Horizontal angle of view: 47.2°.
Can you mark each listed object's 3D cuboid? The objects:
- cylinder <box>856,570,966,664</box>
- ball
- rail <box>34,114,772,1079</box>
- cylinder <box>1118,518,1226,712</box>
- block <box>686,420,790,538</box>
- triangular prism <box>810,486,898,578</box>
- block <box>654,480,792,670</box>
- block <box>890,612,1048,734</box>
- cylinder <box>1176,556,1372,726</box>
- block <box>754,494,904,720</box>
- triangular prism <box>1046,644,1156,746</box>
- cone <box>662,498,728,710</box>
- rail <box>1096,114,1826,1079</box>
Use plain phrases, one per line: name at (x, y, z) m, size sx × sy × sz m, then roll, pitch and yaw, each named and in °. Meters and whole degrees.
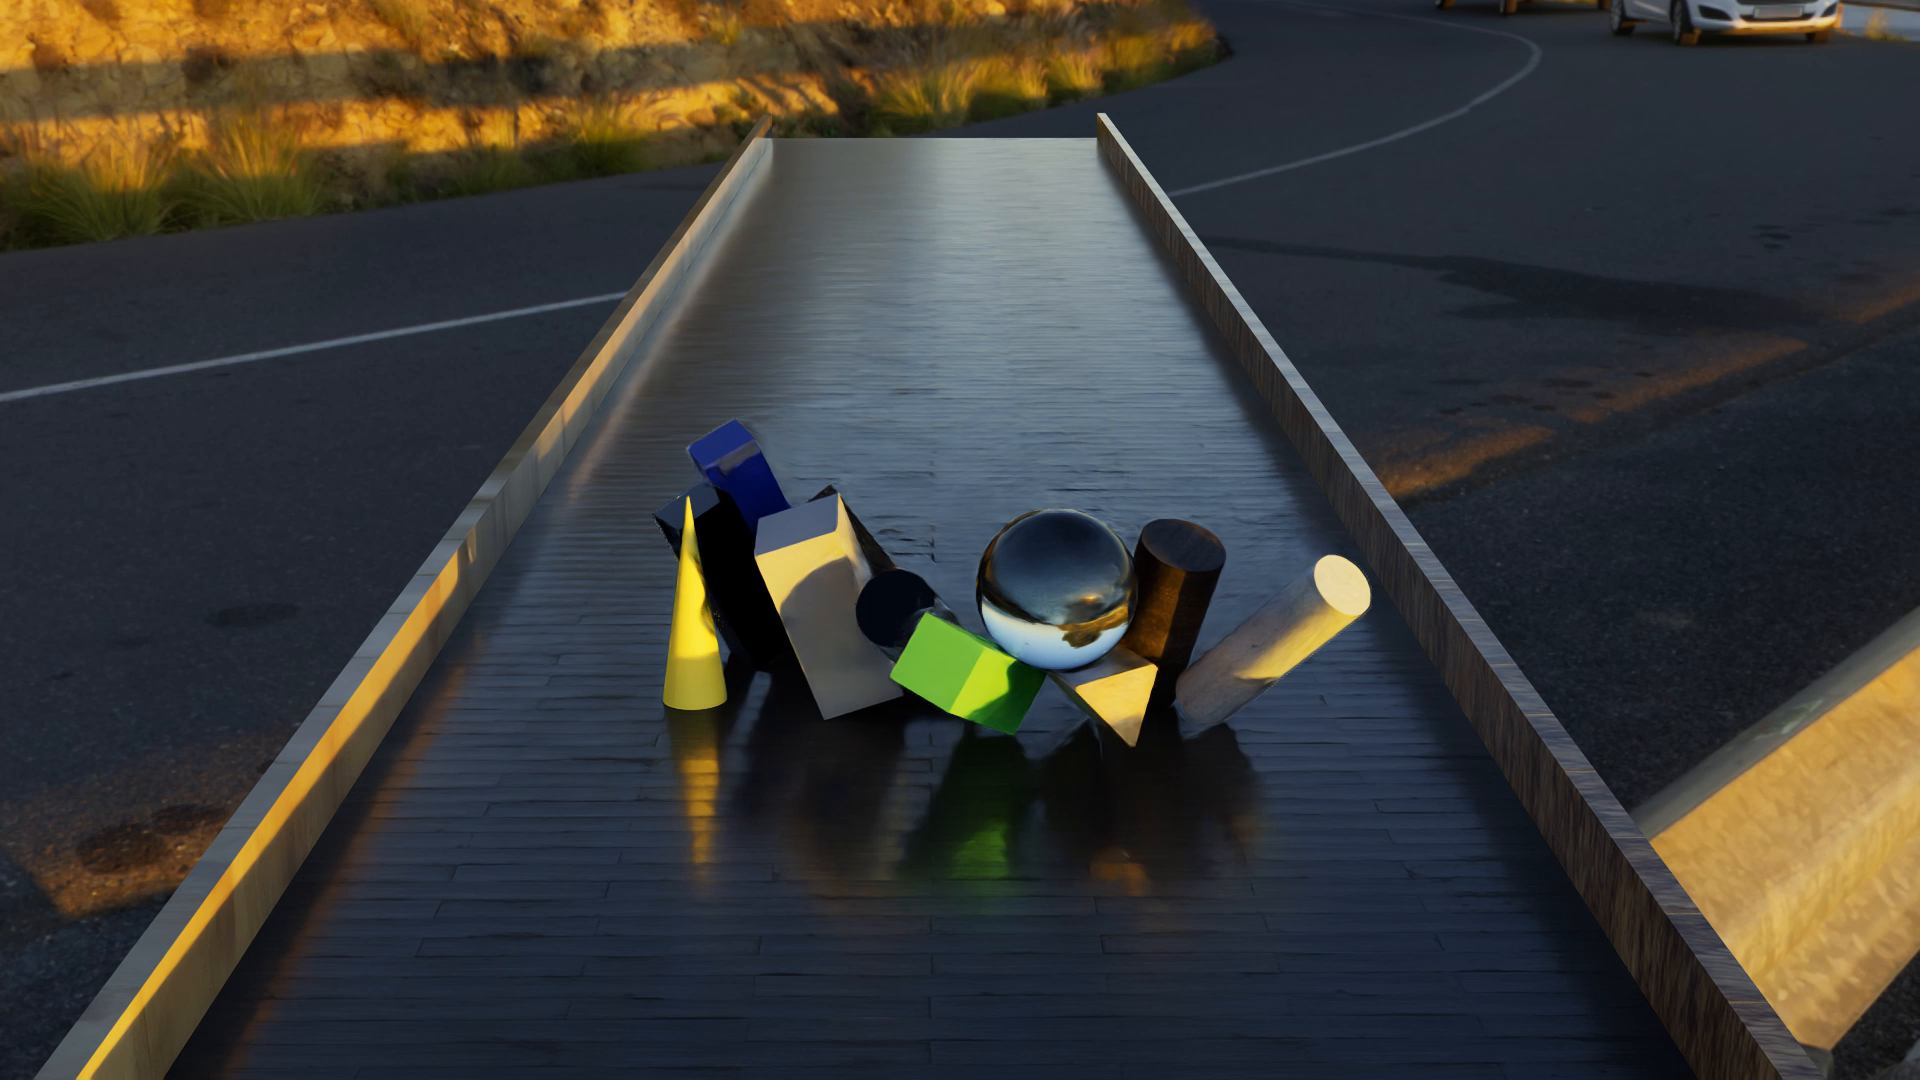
cylinder at (-0.070, 0.176, 4.037) m, size 0.141 × 0.141 × 0.418 m, roll 4°, pitch -15°, yaw 14°
ball at (0.171, 0.086, 3.881) m, size 0.288 × 0.288 × 0.288 m, roll 0°, pitch 17°, yaw 0°
rail at (-1.118, -0.838, 7.780) m, size 0.050 × 0.150 × 12.000 m, roll 0°, pitch 17°, yaw -1°
cylinder at (0.370, 0.142, 4.094) m, size 0.160 × 0.337 × 0.160 m, roll 10°, pitch 35°, yaw -7°
block at (-0.393, -0.015, 4.458) m, size 0.116 × 0.453 × 0.116 m, roll -31°, pitch 31°, yaw -11°
triangular prism at (-0.181, 0.066, 4.299) m, size 0.138 × 0.400 × 0.119 m, roll 7°, pitch 56°, yaw 41°
block at (-0.453, 0.070, 4.348) m, size 0.123 × 0.348 × 0.123 m, roll -36°, pitch 30°, yaw -18°
block at (0.020, 0.240, 3.901) m, size 0.129 × 0.129 × 0.331 m, roll 29°, pitch 0°, yaw 24°
cylinder at (0.553, 0.185, 3.929) m, size 0.118 × 0.118 × 0.442 m, roll -13°, pitch -22°, yaw -37°
block at (-0.238, 0.124, 4.081) m, size 0.158 × 0.362 × 0.158 m, roll -17°, pitch 26°, yaw 7°
triangular prism at (0.261, 0.243, 3.933) m, size 0.126 × 0.146 × 0.356 m, roll -45°, pitch 11°, yaw -3°
cone at (-0.507, 0.106, 4.150) m, size 0.125 × 0.411 × 0.125 m, roll 0°, pitch 17°, yaw 0°
rail at (0.932, -0.844, 7.801) m, size 0.050 × 0.150 × 12.000 m, roll 0°, pitch 17°, yaw -1°
